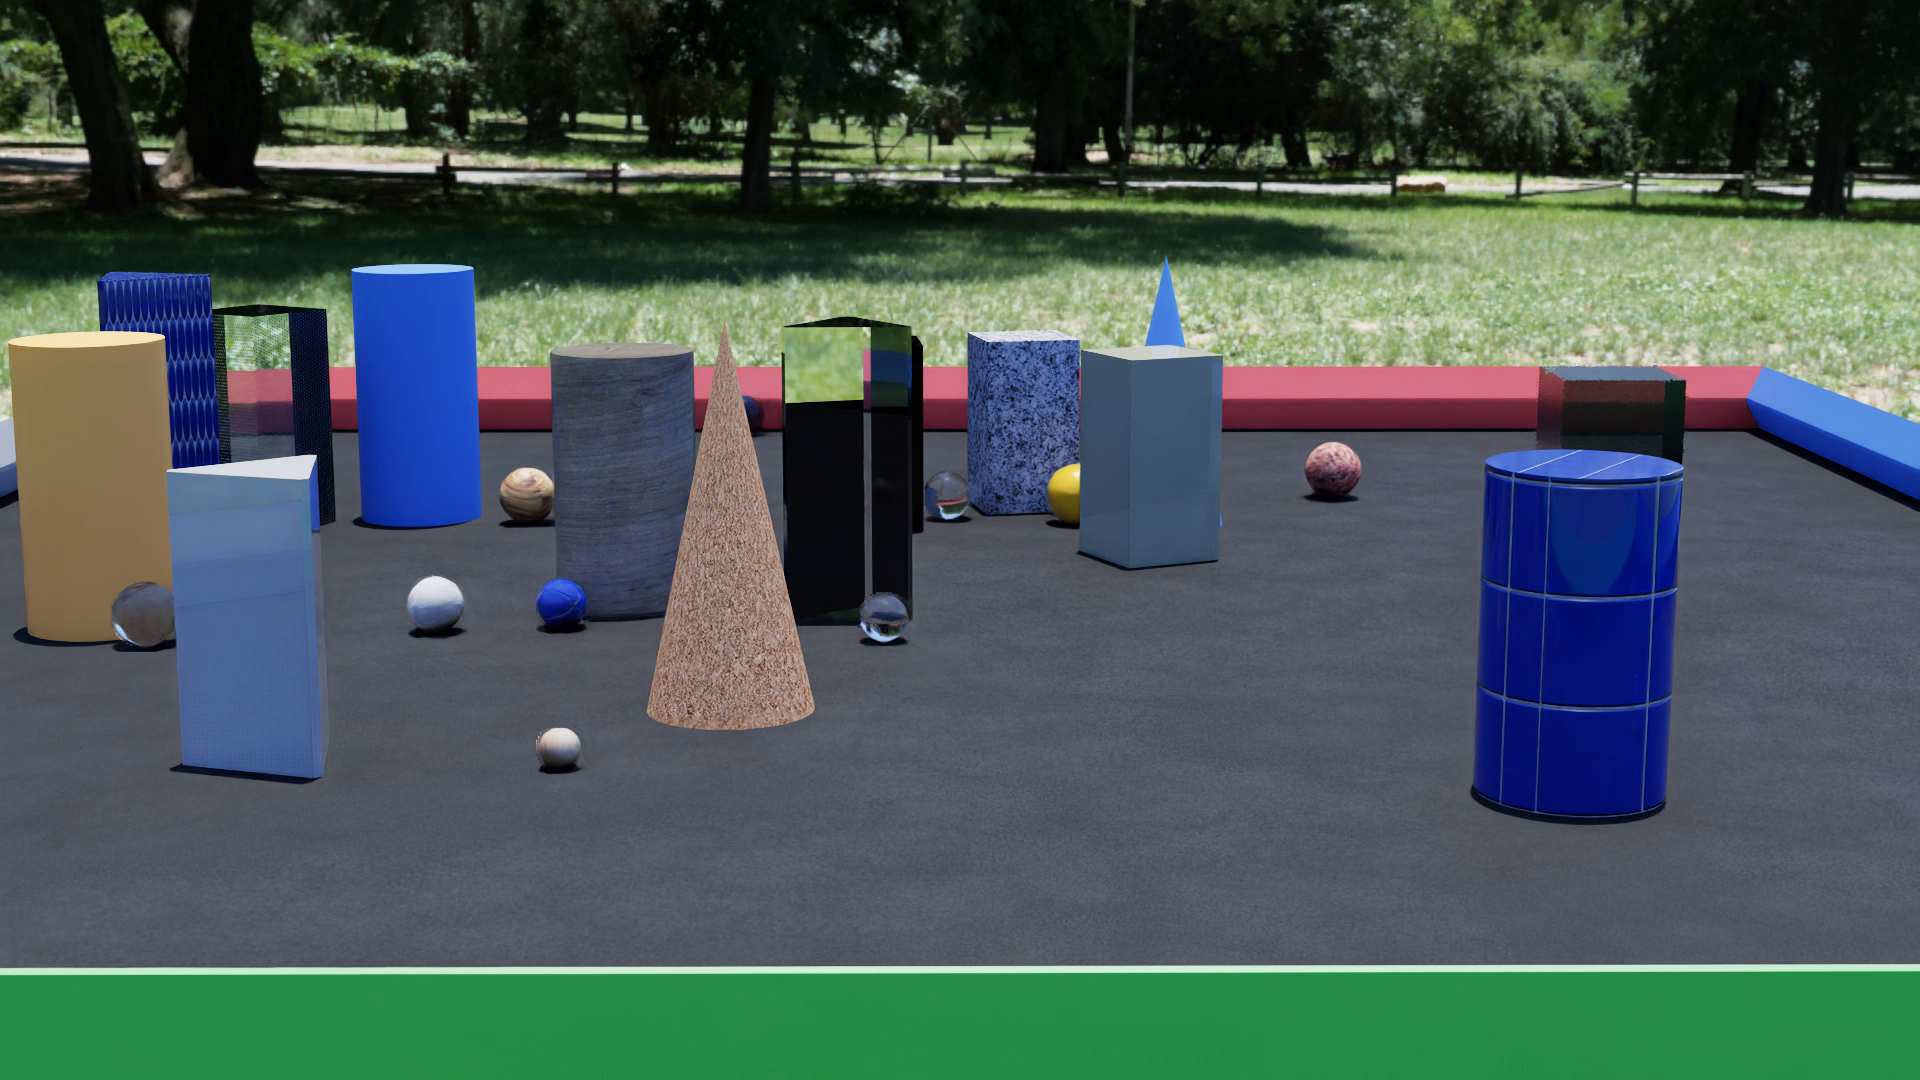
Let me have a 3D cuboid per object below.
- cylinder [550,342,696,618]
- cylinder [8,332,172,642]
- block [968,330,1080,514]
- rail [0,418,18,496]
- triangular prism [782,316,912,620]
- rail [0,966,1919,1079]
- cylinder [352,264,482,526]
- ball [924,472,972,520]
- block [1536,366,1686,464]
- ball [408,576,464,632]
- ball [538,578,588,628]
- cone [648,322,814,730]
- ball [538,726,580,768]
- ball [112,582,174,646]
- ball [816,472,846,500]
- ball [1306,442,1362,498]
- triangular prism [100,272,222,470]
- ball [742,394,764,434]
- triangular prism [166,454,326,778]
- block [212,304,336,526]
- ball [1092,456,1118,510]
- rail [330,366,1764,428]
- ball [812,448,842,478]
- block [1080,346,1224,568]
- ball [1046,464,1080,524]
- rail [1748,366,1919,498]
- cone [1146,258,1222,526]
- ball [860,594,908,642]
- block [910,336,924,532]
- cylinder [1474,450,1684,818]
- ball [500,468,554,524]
[{"bbox_3d":[-0.453,-0.084,3.474,0.191,0.346,0.191,0,11,0],"label":"cylinder"},{"bbox_3d":[-1.121,-0.073,3.329,0.191,0.376,0.191,0,11,0],"label":"cylinder"},{"bbox_3d":[0.104,-0.197,4.253,0.153,0.283,0.153,-2,11,-12],"label":"block"},{"bbox_3d":[-1.603,0.034,3.440,0.045,0.124,3.479,0,11,0],"label":"rail"},{"bbox_3d":[-0.150,-0.098,3.430,0.166,0.389,0.144,0,11,-2],"label":"triangular prism"},{"bbox_3d":[0.010,0.346,1.763,3.253,0.124,0.045,0,11,0],"label":"rail"},{"bbox_3d":[-0.875,-0.236,4.137,0.191,0.401,0.191,0,11,0],"label":"cylinder"},{"bbox_3d":[-0.021,-0.072,4.142,0.078,0.078,0.078,0,11,0],"label":"ball"},{"bbox_3d":[0.842,-0.053,3.348,0.153,0.331,0.153,0,11,1],"label":"block"},{"bbox_3d":[-0.678,0.084,3.320,0.072,0.072,0.072,0,11,0],"label":"ball"},{"bbox_3d":[-0.518,0.083,3.344,0.065,0.065,0.065,0,11,0],"label":"ball"},{"bbox_3d":[-0.262,-0.026,2.890,0.191,0.445,0.191,0,11,0],"label":"cone"},{"bbox_3d":[-0.418,0.217,2.680,0.044,0.044,0.044,0,11,0],"label":"ball"},{"bbox_3d":[-1.030,0.093,3.243,0.081,0.081,0.081,0,11,0],"label":"ball"},{"bbox_3d":[-0.218,-0.092,4.329,0.047,0.047,0.047,0,11,0],"label":"ball"},{"bbox_3d":[0.632,-0.118,4.345,0.094,0.094,0.094,0,11,0],"label":"ball"},{"bbox_3d":[-1.182,-0.170,3.712,0.166,0.427,0.144,-9,14,-41],"label":"triangular prism"},{"bbox_3d":[-0.428,-0.248,5.082,0.079,0.079,0.079,0,11,0],"label":"ball"},{"bbox_3d":[-0.717,0.075,2.713,0.166,0.312,0.144,4,11,19],"label":"triangular prism"},{"bbox_3d":[-1.109,-0.193,4.070,0.153,0.342,0.153,7,12,32],"label":"block"},{"bbox_3d":[0.255,-0.093,4.218,0.090,0.090,0.090,0,11,0],"label":"ball"},{"bbox_3d":[-0.010,-0.282,5.136,3.253,0.124,0.045,0,11,0],"label":"rail"},{"bbox_3d":[-0.237,-0.135,4.549,0.053,0.053,0.053,0,11,0],"label":"ball"},{"bbox_3d":[0.283,-0.127,3.817,0.153,0.305,0.153,-5,12,-25],"label":"block"},{"bbox_3d":[0.185,-0.073,4.098,0.096,0.096,0.096,0,11,0],"label":"ball"},{"bbox_3d":[1.603,0.030,3.458,0.045,0.124,3.479,0,11,0],"label":"rail"},{"bbox_3d":[0.325,-0.238,4.075,0.191,0.428,0.191,0,11,0],"label":"cone"},{"bbox_3d":[-0.097,0.099,3.267,0.061,0.061,0.061,0,11,0],"label":"ball"},{"bbox_3d":[-0.140,-0.171,4.083,0.153,0.293,0.153,-1,11,-5],"label":"block"},{"bbox_3d":[0.618,0.089,2.572,0.191,0.335,0.191,0,11,0],"label":"cylinder"},{"bbox_3d":[-0.692,-0.071,4.104,0.090,0.090,0.090,0,11,0],"label":"ball"}]
